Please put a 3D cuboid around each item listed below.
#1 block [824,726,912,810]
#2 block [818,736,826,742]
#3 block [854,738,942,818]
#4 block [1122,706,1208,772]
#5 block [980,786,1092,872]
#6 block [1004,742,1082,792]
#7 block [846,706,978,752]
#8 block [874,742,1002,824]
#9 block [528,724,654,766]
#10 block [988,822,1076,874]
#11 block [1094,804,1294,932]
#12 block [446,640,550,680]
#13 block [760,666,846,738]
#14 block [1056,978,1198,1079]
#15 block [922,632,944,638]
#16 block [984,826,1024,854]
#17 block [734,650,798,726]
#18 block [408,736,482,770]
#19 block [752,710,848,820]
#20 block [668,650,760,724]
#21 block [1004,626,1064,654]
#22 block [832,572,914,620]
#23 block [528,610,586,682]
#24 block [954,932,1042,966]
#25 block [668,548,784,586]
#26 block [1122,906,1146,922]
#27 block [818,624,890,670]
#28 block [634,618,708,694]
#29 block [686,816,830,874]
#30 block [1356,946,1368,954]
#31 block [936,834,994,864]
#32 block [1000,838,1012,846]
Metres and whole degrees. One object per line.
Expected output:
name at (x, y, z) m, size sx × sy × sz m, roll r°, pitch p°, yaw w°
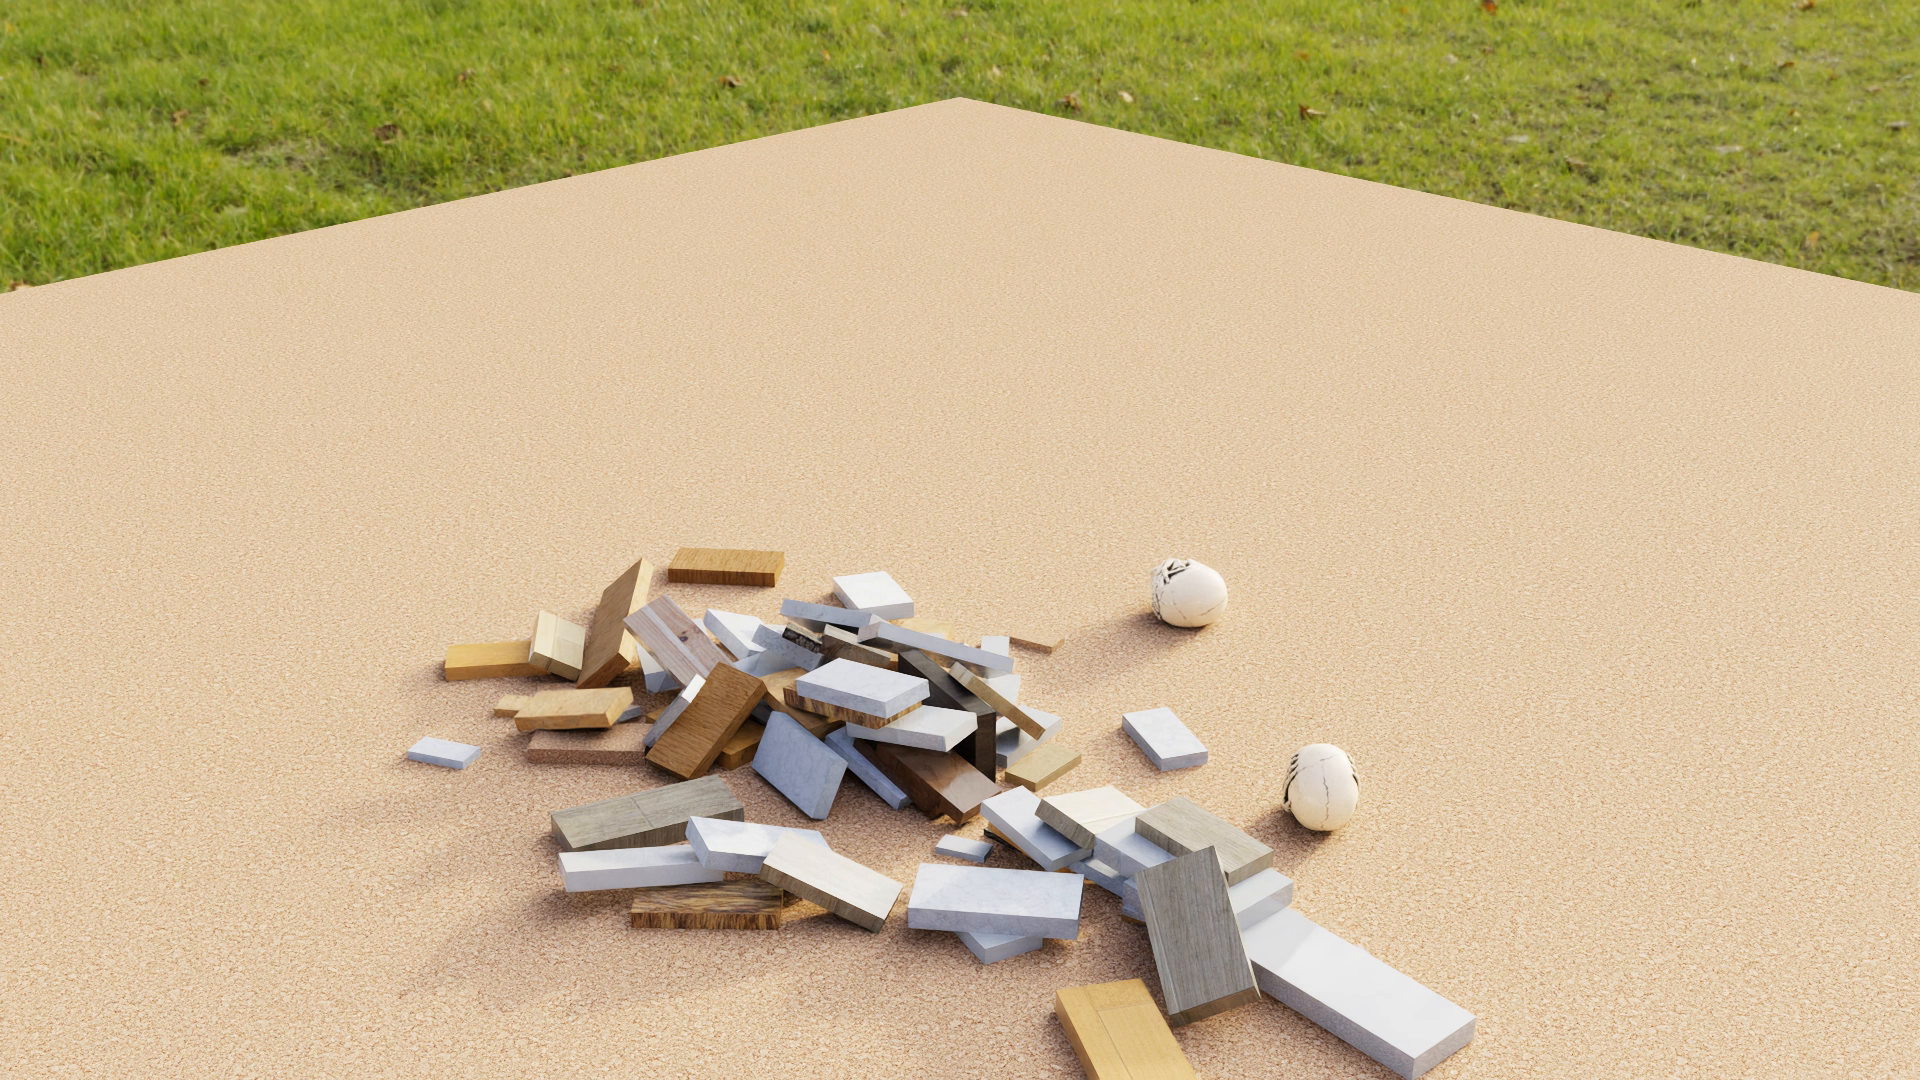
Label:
block at (-0.165, 0.460, 4.544) m, size 0.221 × 0.031 × 0.111 m, roll 38°, pitch 40°, yaw 27°
block at (-0.271, 0.396, 4.664) m, size 0.221 × 0.031 × 0.111 m, roll 32°, pitch 37°, yaw 31°
block at (-0.094, 0.463, 4.513) m, size 0.120 × 0.034 × 0.240 m, roll -22°, pitch 51°, yaw -42°
block at (0.438, 0.426, 4.719) m, size 0.107 × 0.030 × 0.213 m, roll -8°, pitch 24°, yaw -17°
block at (0.146, 0.553, 4.219) m, size 0.104 × 0.030 × 0.209 m, roll -16°, pitch 38°, yaw -37°
block at (0.175, 0.476, 4.609) m, size 0.081 × 0.023 × 0.161 m, roll 17°, pitch 29°, yaw 35°
block at (-0.099, 0.377, 4.491) m, size 0.240 × 0.034 × 0.120 m, roll 6°, pitch 22°, yaw 32°
block at (-0.044, 0.471, 4.464) m, size 0.240 × 0.034 × 0.120 m, roll 37°, pitch 39°, yaw 25°
block at (-0.784, 0.434, 4.693) m, size 0.247 × 0.035 × 0.124 m, roll 1°, pitch 23°, yaw 3°
block at (0.168, 0.584, 4.291) m, size 0.209 × 0.030 × 0.104 m, roll 31°, pitch 36°, yaw 30°
block at (0.429, 0.609, 4.067) m, size 0.171 × 0.048 × 0.341 m, roll -20°, pitch 33°, yaw -38°
block at (-1.062, 0.276, 5.067) m, size 0.234 × 0.033 × 0.117 m, roll -3°, pitch 23°, yaw -8°
block at (-0.332, 0.346, 4.658) m, size 0.111 × 0.031 × 0.221 m, roll -14°, pitch 33°, yaw -31°
block at (0.278, 0.851, 3.698) m, size 0.154 × 0.044 × 0.309 m, roll -6°, pitch 24°, yaw -13°
block at (-0.086, 0.260, 5.033) m, size 0.084 × 0.024 × 0.168 m, roll 2°, pitch 23°, yaw 4°
block at (0.102, 0.587, 4.358) m, size 0.103 × 0.015 × 0.051 m, roll 21°, pitch 31°, yaw 40°
block at (-0.364, 0.356, 4.776) m, size 0.162 × 0.046 × 0.324 m, roll -21°, pitch 43°, yaw -40°
block at (-1.096, 0.452, 4.670) m, size 0.137 × 0.019 × 0.068 m, roll 8°, pitch 24°, yaw 19°
block at (-0.331, 0.460, 4.509) m, size 0.036 × 0.128 × 0.256 m, roll 15°, pitch 10°, yaw -39°
block at (-0.520, 0.329, 4.928) m, size 0.324 × 0.046 × 0.162 m, roll 21°, pitch 31°, yaw 41°
block at (0.176, 0.234, 5.185) m, size 0.128 × 0.018 × 0.064 m, roll 13°, pitch 26°, yaw 28°
block at (-0.212, 0.138, 5.344) m, size 0.135 × 0.038 × 0.270 m, roll -7°, pitch 17°, yaw -15°
block at (-0.930, 0.243, 5.080) m, size 0.115 × 0.033 × 0.230 m, roll 24°, pitch 17°, yaw -16°
block at (0.041, 0.697, 4.074) m, size 0.120 × 0.034 × 0.239 m, roll -12°, pitch 26°, yaw -26°
block at (-0.589, 0.068, 5.552) m, size 0.270 × 0.038 × 0.135 m, roll 2°, pitch 23°, yaw 6°
block at (0.354, 0.691, 4.076) m, size 0.097 × 0.014 × 0.049 m, roll 15°, pitch 29°, yaw 27°
block at (-0.237, 0.246, 4.927) m, size 0.152 × 0.043 × 0.304 m, roll 21°, pitch 1°, yaw -3°
block at (-0.642, 0.259, 4.961) m, size 0.162 × 0.046 × 0.324 m, roll -10°, pitch 17°, yaw -11°
block at (-0.377, 0.592, 4.207) m, size 0.271 × 0.038 × 0.135 m, roll 11°, pitch 17°, yaw -27°
block at (0.723, 0.763, 3.946) m, size 0.046 × 0.013 × 0.092 m, roll -9°, pitch 25°, yaw -20°
block at (0.009, 0.606, 4.315) m, size 0.103 × 0.015 × 0.051 m, roll 9°, pitch 25°, yaw 21°
block at (0.136, 0.592, 4.312) m, size 0.103 × 0.015 × 0.051 m, roll 24°, pitch 33°, yaw 21°
